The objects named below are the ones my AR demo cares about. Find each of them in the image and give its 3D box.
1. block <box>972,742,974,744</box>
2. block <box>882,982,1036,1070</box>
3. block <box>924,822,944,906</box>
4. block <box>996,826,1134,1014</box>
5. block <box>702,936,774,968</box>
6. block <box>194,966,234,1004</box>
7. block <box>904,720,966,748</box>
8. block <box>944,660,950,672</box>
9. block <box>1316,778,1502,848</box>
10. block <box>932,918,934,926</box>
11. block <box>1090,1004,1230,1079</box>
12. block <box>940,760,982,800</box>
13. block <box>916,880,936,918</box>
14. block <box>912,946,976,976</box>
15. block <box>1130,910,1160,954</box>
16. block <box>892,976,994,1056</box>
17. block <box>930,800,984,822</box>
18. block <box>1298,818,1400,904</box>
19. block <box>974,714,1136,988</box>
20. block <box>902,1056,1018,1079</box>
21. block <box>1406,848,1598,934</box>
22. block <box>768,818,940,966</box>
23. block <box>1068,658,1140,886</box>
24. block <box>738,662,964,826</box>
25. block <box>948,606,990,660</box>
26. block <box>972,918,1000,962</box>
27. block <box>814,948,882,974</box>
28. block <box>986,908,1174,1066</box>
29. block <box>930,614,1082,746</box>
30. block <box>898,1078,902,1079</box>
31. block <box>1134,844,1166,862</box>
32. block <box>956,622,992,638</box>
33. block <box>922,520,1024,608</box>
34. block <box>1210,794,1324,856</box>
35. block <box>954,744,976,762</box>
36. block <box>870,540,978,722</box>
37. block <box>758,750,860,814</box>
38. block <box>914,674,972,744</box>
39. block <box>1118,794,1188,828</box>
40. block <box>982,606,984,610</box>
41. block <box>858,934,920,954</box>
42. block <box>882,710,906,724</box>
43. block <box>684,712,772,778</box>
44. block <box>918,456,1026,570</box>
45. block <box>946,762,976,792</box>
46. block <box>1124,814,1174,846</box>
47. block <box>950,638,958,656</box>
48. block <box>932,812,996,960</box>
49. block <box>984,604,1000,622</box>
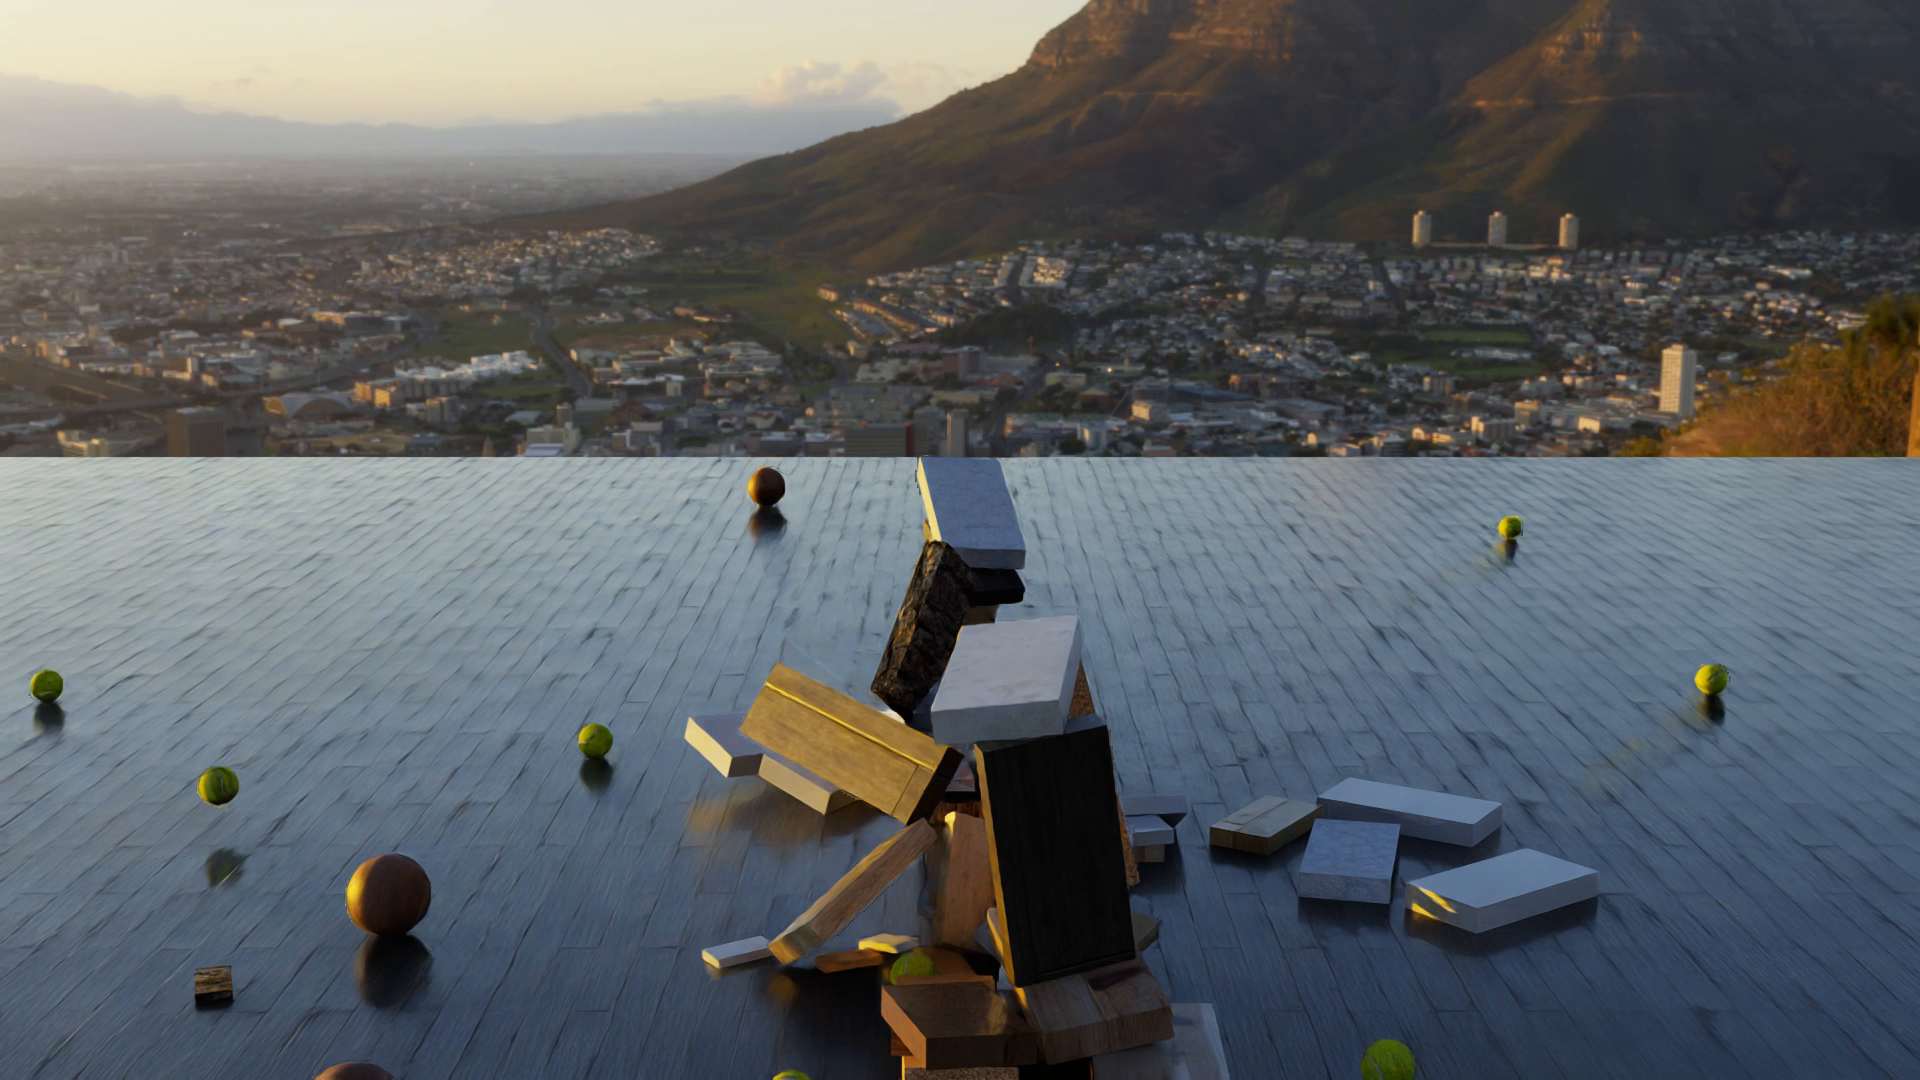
[{"bbox_3d":[0.003,0.314,3.917,0.132,0.037,0.264,1,16,13],"label":"block"},{"bbox_3d":[-0.005,0.586,2.667,0.131,0.037,0.263,0,2,-13],"label":"block"},{"bbox_3d":[-0.009,0.512,3.497,0.090,0.026,0.180,-2,30,-3],"label":"block"},{"bbox_3d":[0.161,0.561,3.282,0.175,0.049,0.349,2,36,7],"label":"block"},{"bbox_3d":[-0.339,0.635,3.388,0.103,0.015,0.052,-7,13,-34],"label":"block"},{"bbox_3d":[-1.107,0.658,3.261,0.052,0.015,0.103,-4,11,-19],"label":"block"},{"bbox_3d":[-0.032,0.313,3.761,0.107,0.030,0.214,-1,10,8],"label":"block"},{"bbox_3d":[0.002,0.208,4.204,0.089,0.025,0.177,1,25,-3],"label":"block"},{"bbox_3d":[0.825,0.499,4.044,0.301,0.043,0.150,7,13,32],"label":"block"},{"bbox_3d":[-0.001,0.568,3.528,0.090,0.026,0.180,-1,34,-3],"label":"block"},{"bbox_3d":[0.262,0.705,2.915,0.175,0.049,0.349,0,11,1],"label":"block"},{"bbox_3d":[-0.009,0.393,3.747,0.132,0.037,0.264,-1,7,-3],"label":"block"},{"bbox_3d":[-0.019,0.549,3.478,0.067,0.019,0.134,8,32,12],"label":"block"},{"bbox_3d":[-0.024,0.646,3.318,0.067,0.019,0.134,-3,11,-15],"label":"block"},{"bbox_3d":[0.208,0.614,3.321,0.104,0.029,0.208,19,26,26],"label":"block"},{"bbox_3d":[-0.020,0.617,2.866,0.131,0.037,0.263,0,2,0],"label":"block"},{"bbox_3d":[-0.005,0.444,3.646,0.108,0.031,0.217,-1,-3,-4],"label":"block"},{"bbox_3d":[0.672,0.548,3.777,0.150,0.043,0.301,3,11,14],"label":"block"},{"bbox_3d":[0.130,0.421,2.977,0.173,0.347,0.049,-12,17,-12],"label":"block"},{"bbox_3d":[-0.005,0.662,2.744,0.131,0.037,0.424,0,-9,-2],"label":"block"},{"bbox_3d":[0.895,0.576,3.628,0.301,0.043,0.150,-8,13,-36],"label":"block"},{"bbox_3d":[-0.163,0.540,3.383,0.277,0.039,0.139,-39,0,-39],"label":"block"},{"bbox_3d":[0.130,0.352,3.197,0.173,0.347,0.049,-13,-8,-14],"label":"block"},{"bbox_3d":[-0.189,0.337,3.658,0.039,0.139,0.495,35,-9,-40],"label":"block"},{"bbox_3d":[0.003,0.167,4.228,0.105,0.030,0.210,-3,25,-14],"label":"block"},{"bbox_3d":[0.119,0.573,3.384,0.104,0.029,0.260,45,33,5],"label":"block"},{"bbox_3d":[-0.170,0.640,3.352,0.094,0.013,0.047,-5,7,-23],"label":"block"},{"bbox_3d":[0.161,0.600,3.062,0.175,0.049,0.349,-10,20,-9],"label":"block"},{"bbox_3d":[0.071,0.192,3.078,0.173,0.049,0.346,-6,16,9],"label":"block"},{"bbox_3d":[-0.005,0.714,2.705,0.149,0.042,0.299,0,-3,-1],"label":"block"},{"bbox_3d":[0.240,0.535,3.876,0.229,0.032,0.114,-1,11,-3],"label":"block"},{"bbox_3d":[0.068,0.178,3.952,0.090,0.026,0.181,0,8,-21],"label":"block"},{"bbox_3d":[0.025,0.040,4.292,0.126,0.036,0.251,-5,35,-19],"label":"block"},{"bbox_3d":[0.557,0.515,3.984,0.114,0.032,0.229,7,13,33],"label":"block"},{"bbox_3d":[-0.025,0.352,3.696,0.067,0.019,0.133,-5,8,-34],"label":"block"},{"bbox_3d":[-0.058,0.154,3.693,0.039,0.277,0.139,10,-21,29],"label":"block"},{"bbox_3d":[-0.223,0.432,4.255,0.163,0.046,0.327,27,23,27],"label":"block"},{"bbox_3d":[0.018,0.255,3.705,0.107,0.030,0.214,17,37,20],"label":"block"},{"bbox_3d":[0.242,0.494,3.949,0.314,0.032,0.114,-1,-21,-7],"label":"block"},{"bbox_3d":[-0.004,0.255,4.342,0.105,0.315,0.030,0,-22,-1],"label":"block"},{"bbox_3d":[-0.110,0.624,3.399,0.047,0.013,0.094,-9,2,-40],"label":"block"},{"bbox_3d":[-0.153,0.394,4.562,0.100,0.028,0.200,-18,11,1],"label":"block"},{"bbox_3d":[-0.364,0.398,4.378,0.327,0.046,0.163,-2,25,-39],"label":"block"},{"bbox_3d":[0.021,-0.056,4.360,0.163,0.046,0.327,1,34,-11],"label":"block"},{"bbox_3d":[-0.020,0.377,3.645,0.067,0.019,0.264,-1,7,-5],"label":"block"},{"bbox_3d":[0.276,0.512,3.845,0.176,0.025,0.088,-3,11,-15],"label":"block"},{"bbox_3d":[0.000,0.186,4.057,0.090,0.026,0.181,2,9,-10],"label":"block"},{"bbox_3d":[0.019,0.532,3.382,0.104,0.208,0.029,19,-29,-26],"label":"block"},{"bbox_3d":[0.017,0.109,4.441,0.126,0.036,0.251,3,-32,-6],"label":"block"}]
